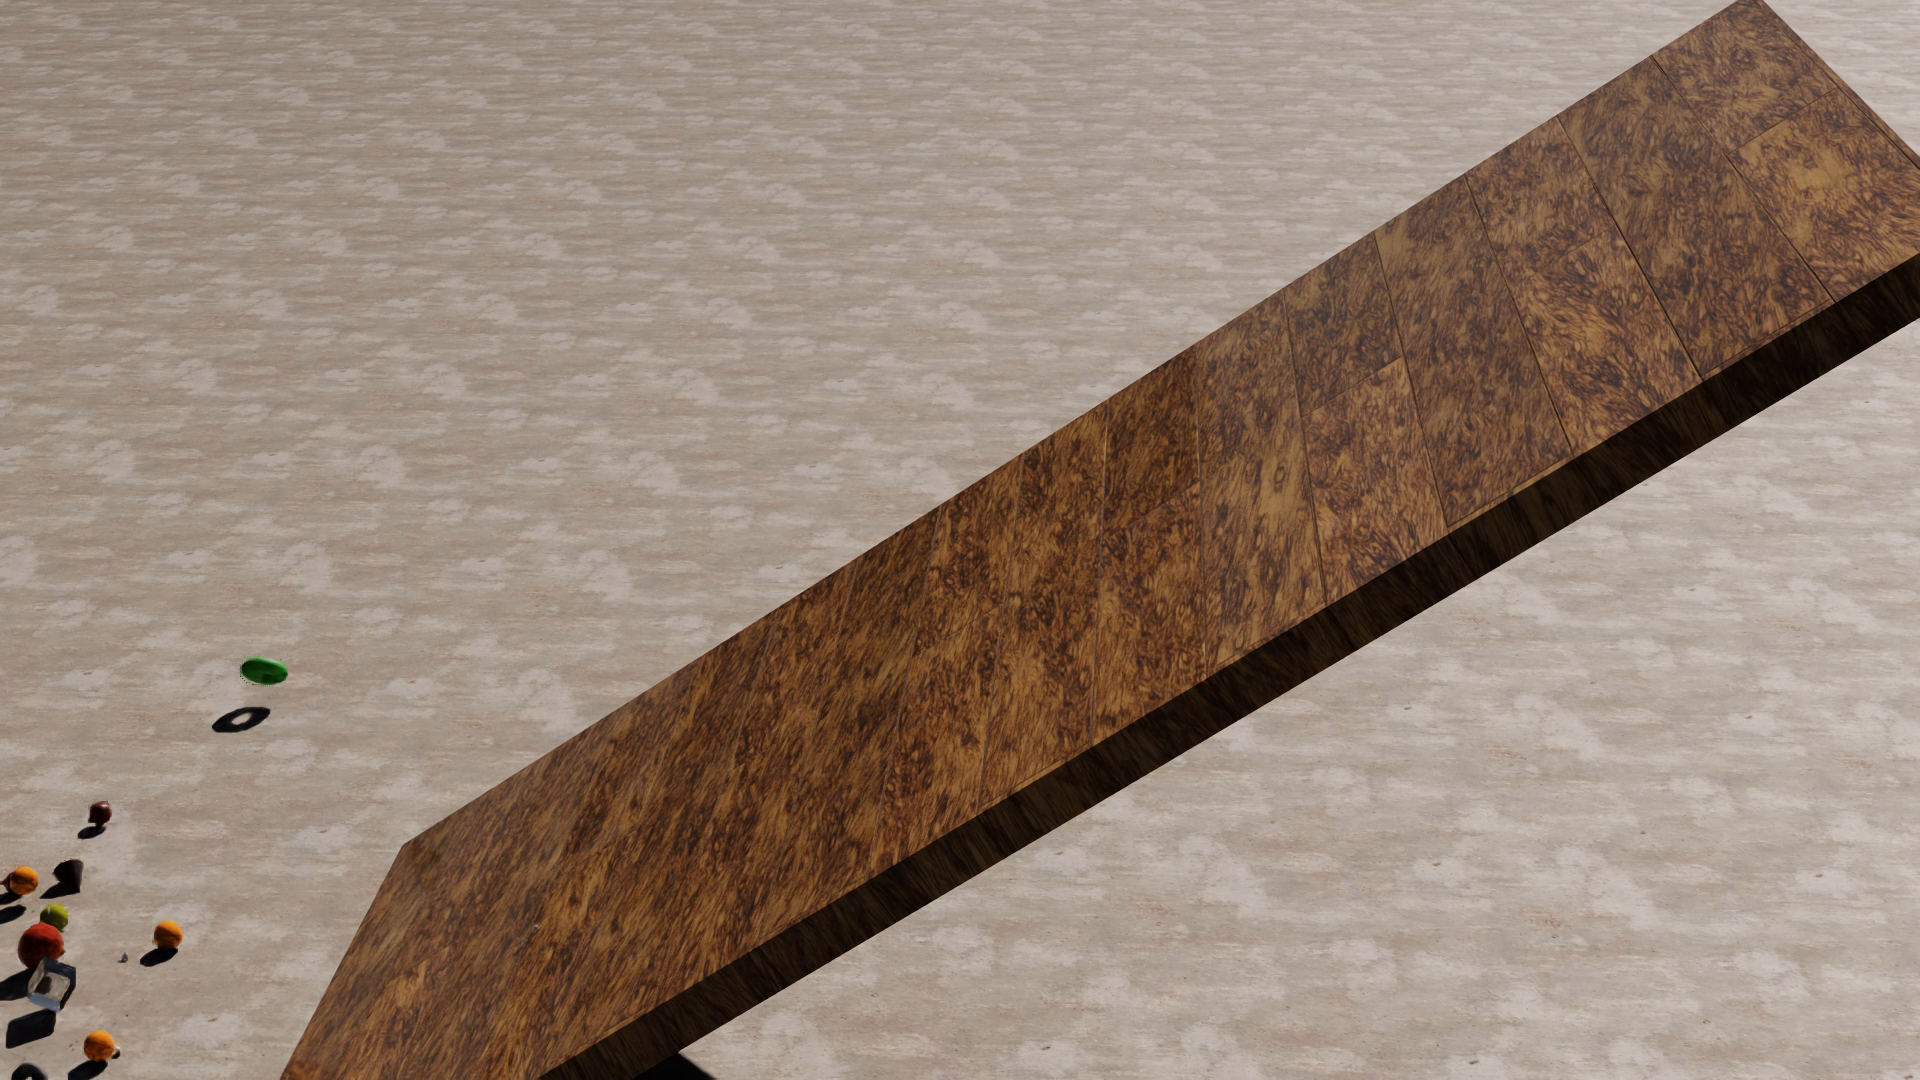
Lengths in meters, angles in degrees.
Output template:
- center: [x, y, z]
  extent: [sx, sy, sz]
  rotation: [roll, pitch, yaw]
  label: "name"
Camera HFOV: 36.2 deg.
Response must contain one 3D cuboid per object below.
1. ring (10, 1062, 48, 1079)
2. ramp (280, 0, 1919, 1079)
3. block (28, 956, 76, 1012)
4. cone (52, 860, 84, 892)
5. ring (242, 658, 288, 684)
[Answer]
- center: [-2.117, 1.237, 6.688]
  extent: [0.100, 0.100, 0.033]
  rotation: [11, -7, 26]
  label: "ring"
- center: [0.136, 0.173, 6.304]
  extent: [4.000, 0.100, 2.000]
  rotation: [-32, 16, 15]
  label: "ramp"
- center: [-2.182, 1.068, 7.067]
  extent: [0.082, 0.082, 0.082]
  rotation: [27, 15, -26]
  label: "block"
- center: [-2.313, 0.891, 7.678]
  extent: [0.082, 0.082, 0.082]
  rotation: [-15, 52, -33]
  label: "cone"
- center: [-2.063, 0.388, 8.728]
  extent: [0.136, 0.136, 0.045]
  rotation: [1, 66, 3]
  label: "ring"
